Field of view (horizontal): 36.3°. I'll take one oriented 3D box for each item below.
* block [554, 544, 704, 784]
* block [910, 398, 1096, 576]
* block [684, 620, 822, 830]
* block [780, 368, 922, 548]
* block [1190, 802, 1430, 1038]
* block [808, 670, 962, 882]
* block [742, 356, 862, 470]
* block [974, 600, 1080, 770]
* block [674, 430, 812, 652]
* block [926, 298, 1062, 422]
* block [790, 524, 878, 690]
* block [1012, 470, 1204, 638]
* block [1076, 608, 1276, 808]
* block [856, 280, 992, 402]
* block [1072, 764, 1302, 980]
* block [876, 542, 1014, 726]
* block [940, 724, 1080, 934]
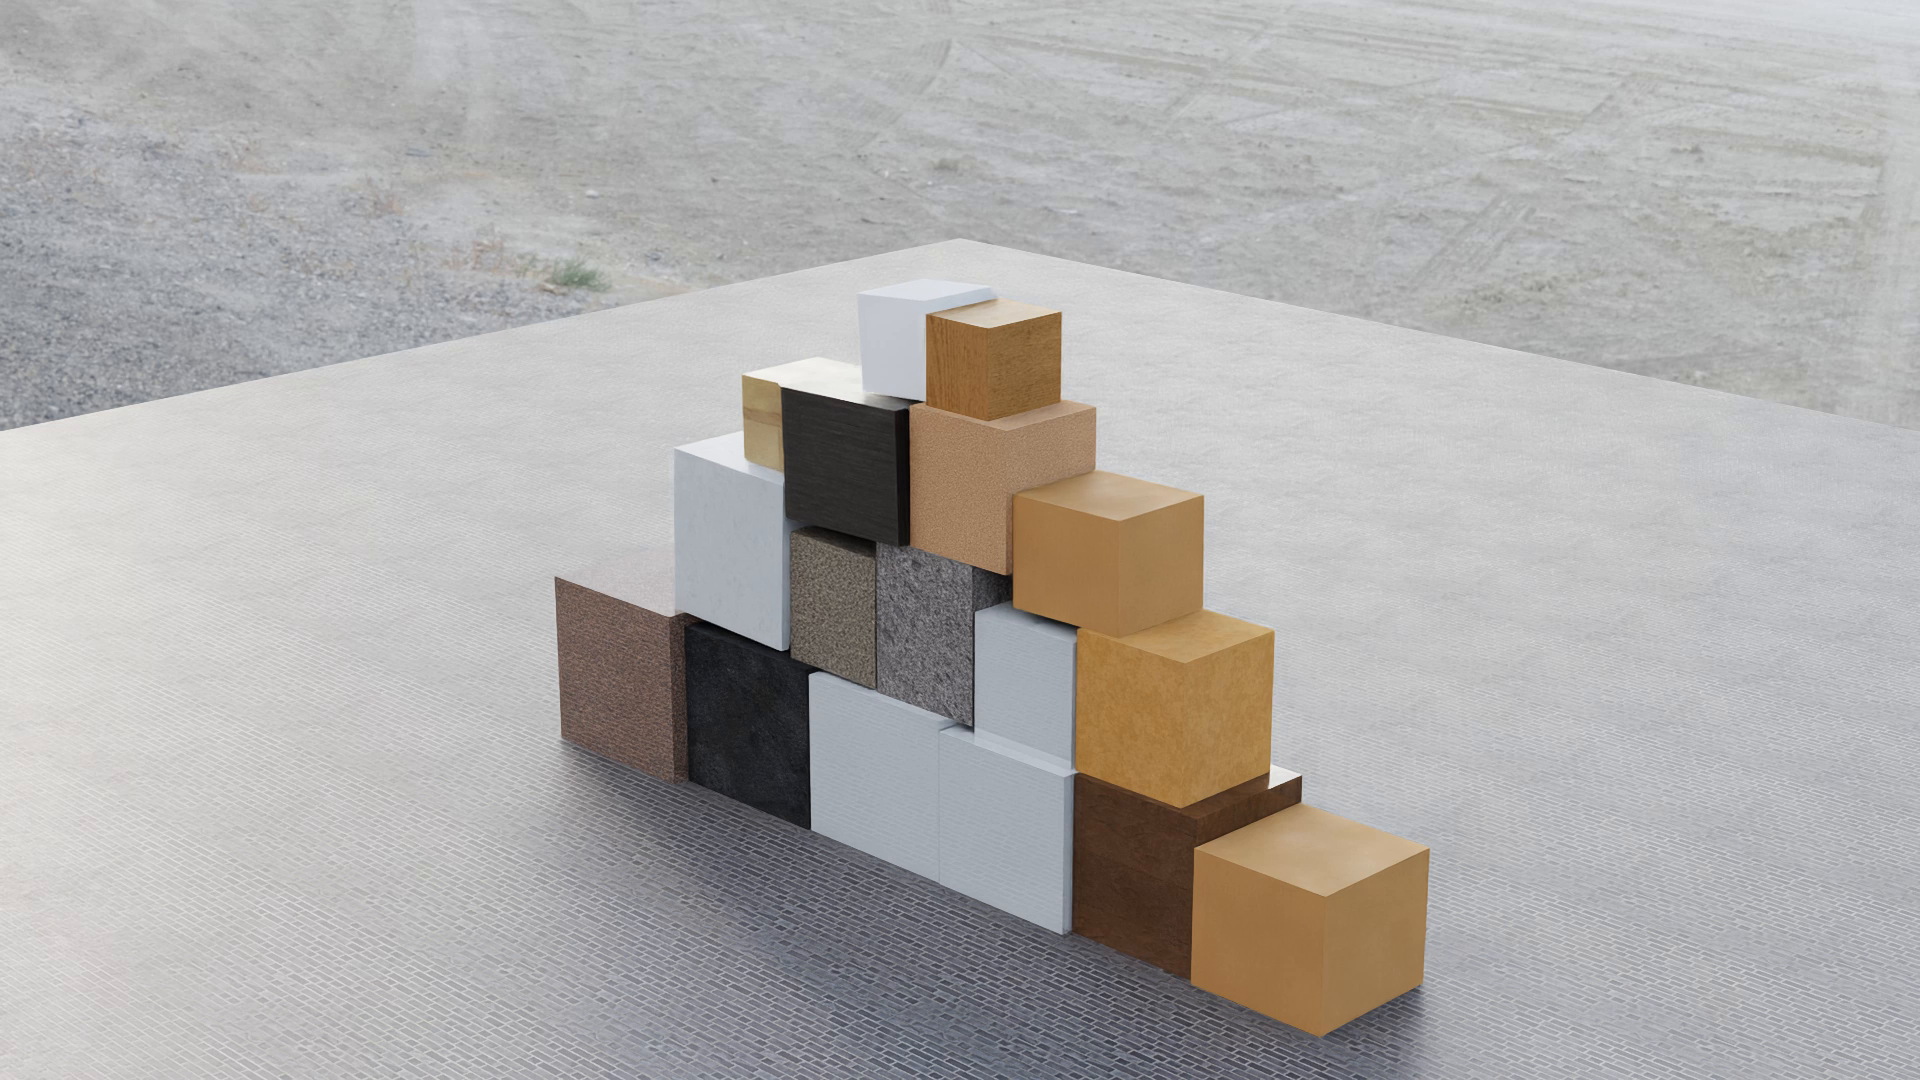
[{"bbox_3d":[-1.408,0.599,14.977,0.918,0.876,0.906,-17,24,-42],"label":"block"},{"bbox_3d":[0.190,-0.279,13.036,0.598,0.651,0.571,17,24,42],"label":"block"},{"bbox_3d":[-0.754,0.817,14.395,0.792,0.809,0.878,-17,24,-42],"label":"block"},{"bbox_3d":[-0.300,-0.410,13.512,0.703,0.626,0.756,-17,22,-42],"label":"block"},{"bbox_3d":[1.465,1.577,12.289,0.699,0.622,0.689,-17,24,-42],"label":"block"},{"bbox_3d":[-0.137,1.017,13.796,0.750,0.786,0.865,-17,24,-42],"label":"block"},{"bbox_3d":[-0.710,-0.592,13.899,0.414,0.418,0.483,15,23,43],"label":"block"},{"bbox_3d":[0.491,0.592,13.011,0.617,0.585,0.586,-17,24,-42],"label":"block"},{"bbox_3d":[-0.832,-0.042,14.228,0.784,0.820,0.786,-17,26,-42],"label":"block"},{"bbox_3d":[0.149,-0.799,12.914,0.382,0.413,0.463,17,24,42],"label":"block"},{"bbox_3d":[-0.368,0.256,13.794,0.636,0.626,0.577,-17,25,-42],"label":"block"},{"bbox_3d":[0.642,0.050,12.703,0.548,0.514,0.619,-17,23,-42],"label":"block"},{"bbox_3d":[0.921,0.691,12.595,0.588,0.647,0.604,-17,24,-42],"label":"block"},{"bbox_3d":[-0.151,-0.905,13.230,0.420,0.454,0.435,-17,19,-42],"label":"block"},{"bbox_3d":[0.985,1.367,12.761,0.697,0.741,0.695,-17,24,-42],"label":"block"},{"bbox_3d":[0.053,0.346,13.376,0.612,0.747,0.612,17,24,42],"label":"block"},{"bbox_3d":[0.461,1.209,13.260,0.804,0.742,0.766,-17,24,-42],"label":"block"}]
